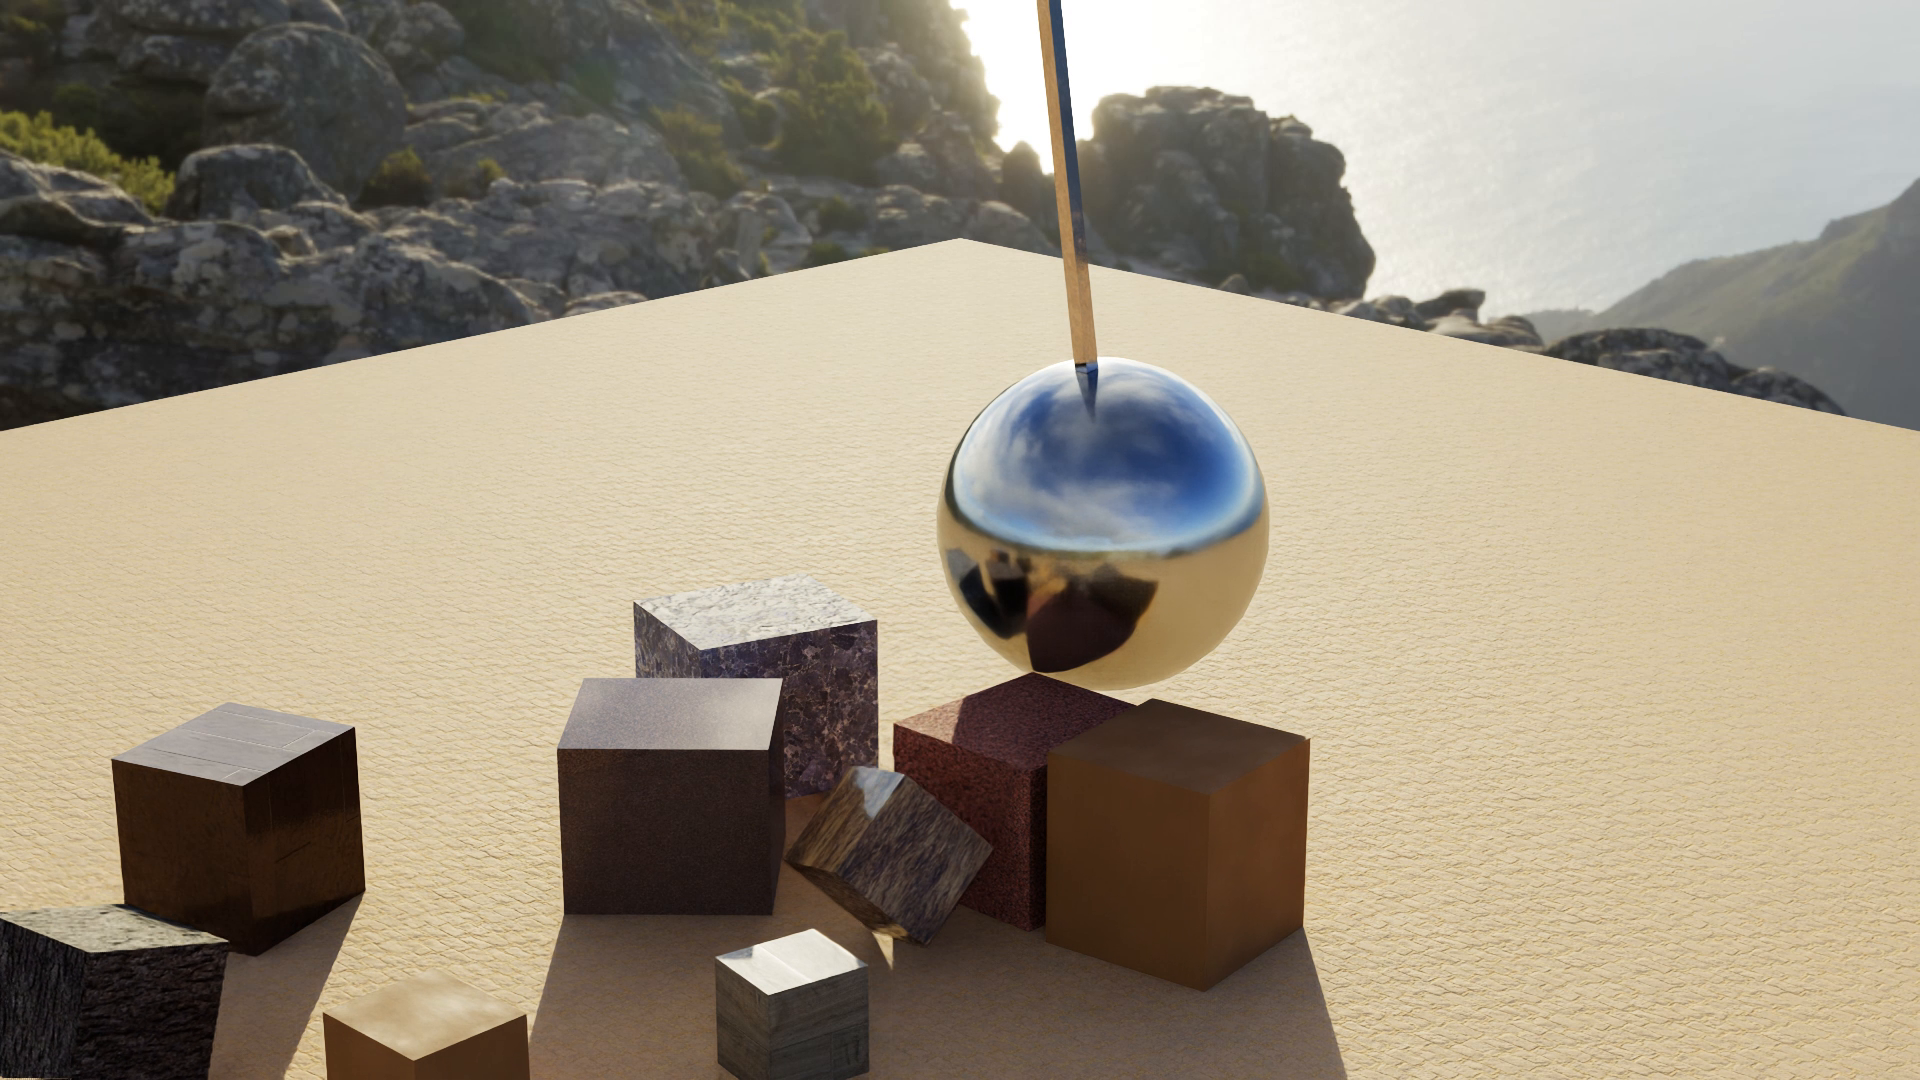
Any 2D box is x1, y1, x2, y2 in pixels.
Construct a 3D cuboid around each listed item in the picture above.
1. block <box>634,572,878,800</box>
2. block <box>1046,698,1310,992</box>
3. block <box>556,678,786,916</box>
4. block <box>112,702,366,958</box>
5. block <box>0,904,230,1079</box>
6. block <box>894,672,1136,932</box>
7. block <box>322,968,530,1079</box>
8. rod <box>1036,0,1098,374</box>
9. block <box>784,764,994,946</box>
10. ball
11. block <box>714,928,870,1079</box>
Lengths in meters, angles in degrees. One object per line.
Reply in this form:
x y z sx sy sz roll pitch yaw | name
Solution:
-1.013 0.748 14.551 0.939 0.848 0.832 -9 20 -27 | block
0.944 1.302 12.715 0.815 0.891 0.816 13 21 35 | block
-1.294 1.155 13.350 0.926 0.790 0.897 0 17 1 | block
-3.183 1.267 12.988 0.711 0.795 0.777 8 19 25 | block
-3.351 1.788 11.392 0.614 0.582 0.684 12 4 34 | block
0.323 1.172 13.351 0.836 0.759 0.932 16 24 41 | block
-2.016 2.015 11.112 0.572 0.493 0.520 16 23 41 | block
0.296 -3.159 12.659 0.080 5.200 0.080 17 33 42 | rod
-0.311 1.348 12.601 0.512 0.527 0.600 -54 20 -15 | block
0.683 -0.074 14.035 1.600 1.600 1.600 0 17 0 | ball
-0.663 1.877 11.597 0.456 0.464 0.407 -12 21 -33 | block
